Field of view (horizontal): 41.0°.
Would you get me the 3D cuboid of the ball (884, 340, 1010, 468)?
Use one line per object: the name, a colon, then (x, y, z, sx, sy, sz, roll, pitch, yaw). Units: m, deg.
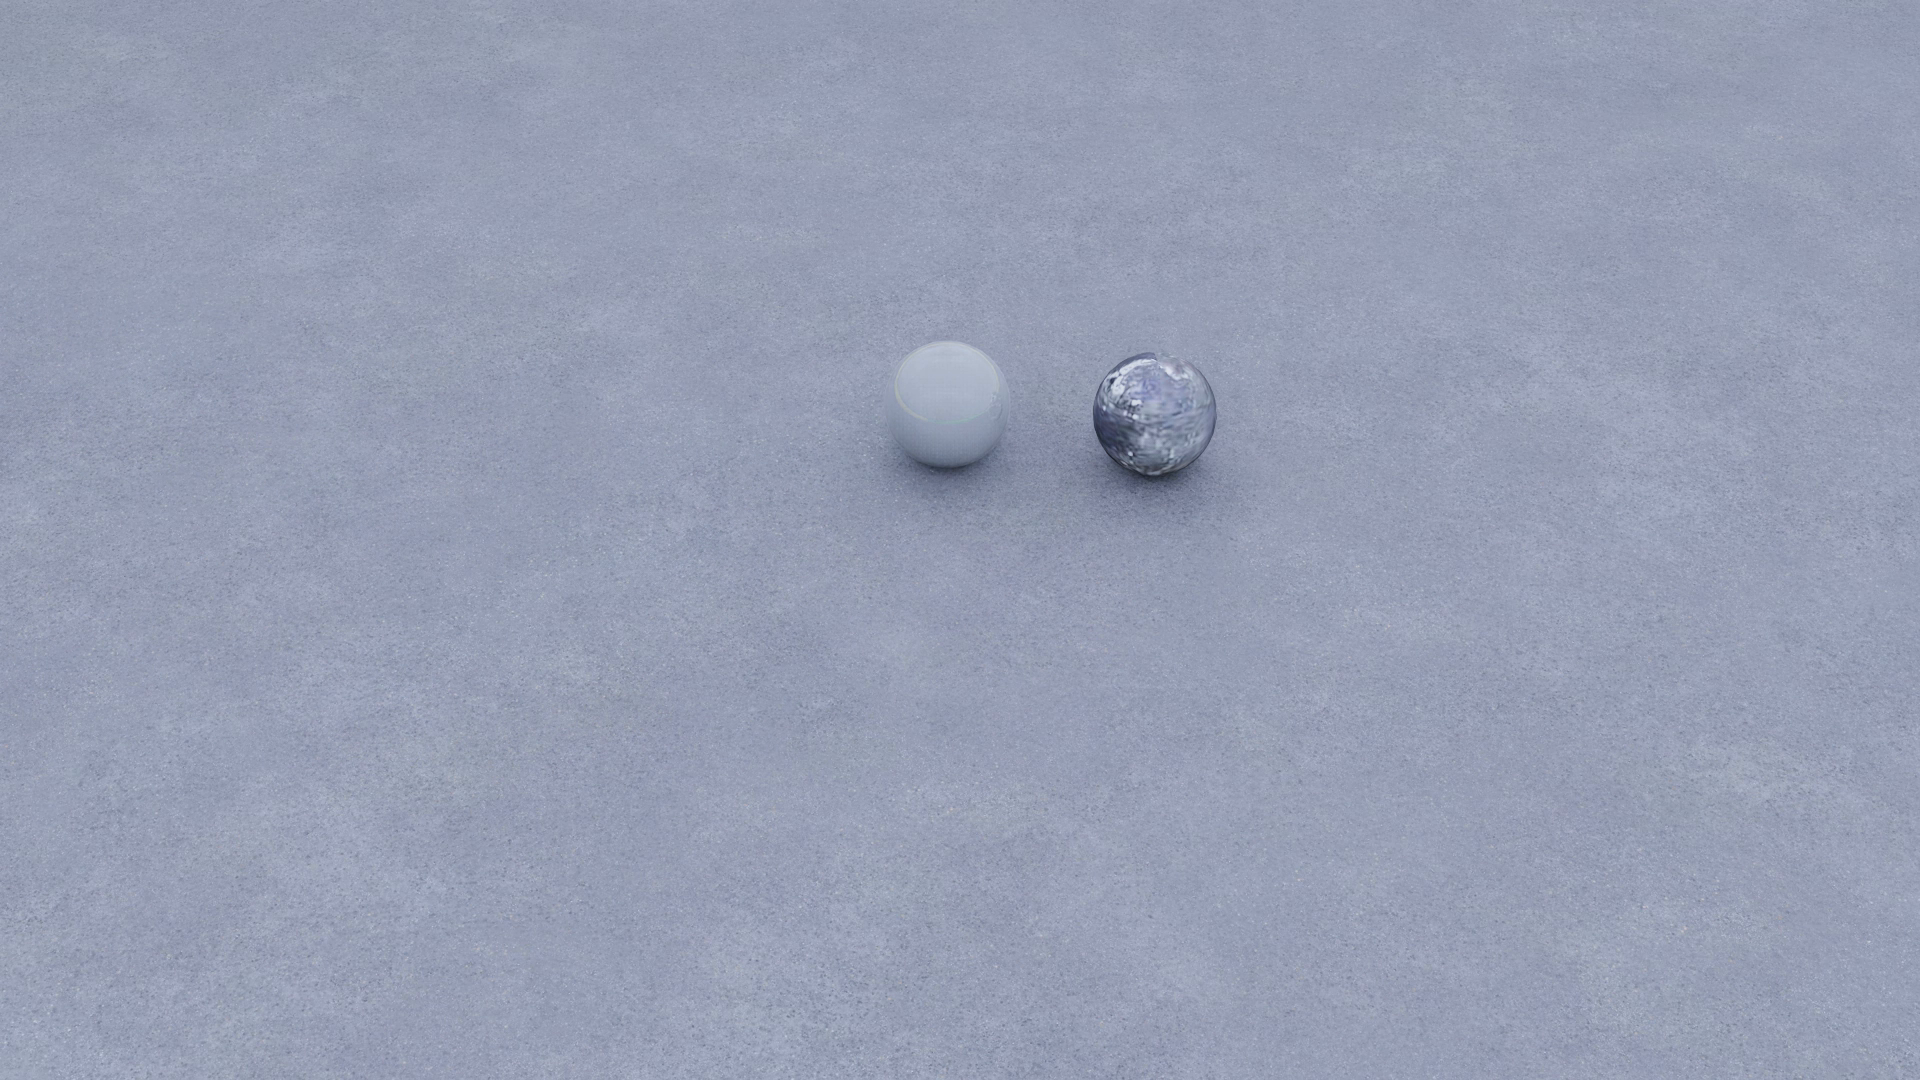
ball: (-0.008, -0.085, 1.611, 0.080, 0.080, 0.080, 0, 37, 0)

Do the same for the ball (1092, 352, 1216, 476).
ball: (0.122, -0.079, 1.605, 0.078, 0.078, 0.078, 0, 37, 0)
